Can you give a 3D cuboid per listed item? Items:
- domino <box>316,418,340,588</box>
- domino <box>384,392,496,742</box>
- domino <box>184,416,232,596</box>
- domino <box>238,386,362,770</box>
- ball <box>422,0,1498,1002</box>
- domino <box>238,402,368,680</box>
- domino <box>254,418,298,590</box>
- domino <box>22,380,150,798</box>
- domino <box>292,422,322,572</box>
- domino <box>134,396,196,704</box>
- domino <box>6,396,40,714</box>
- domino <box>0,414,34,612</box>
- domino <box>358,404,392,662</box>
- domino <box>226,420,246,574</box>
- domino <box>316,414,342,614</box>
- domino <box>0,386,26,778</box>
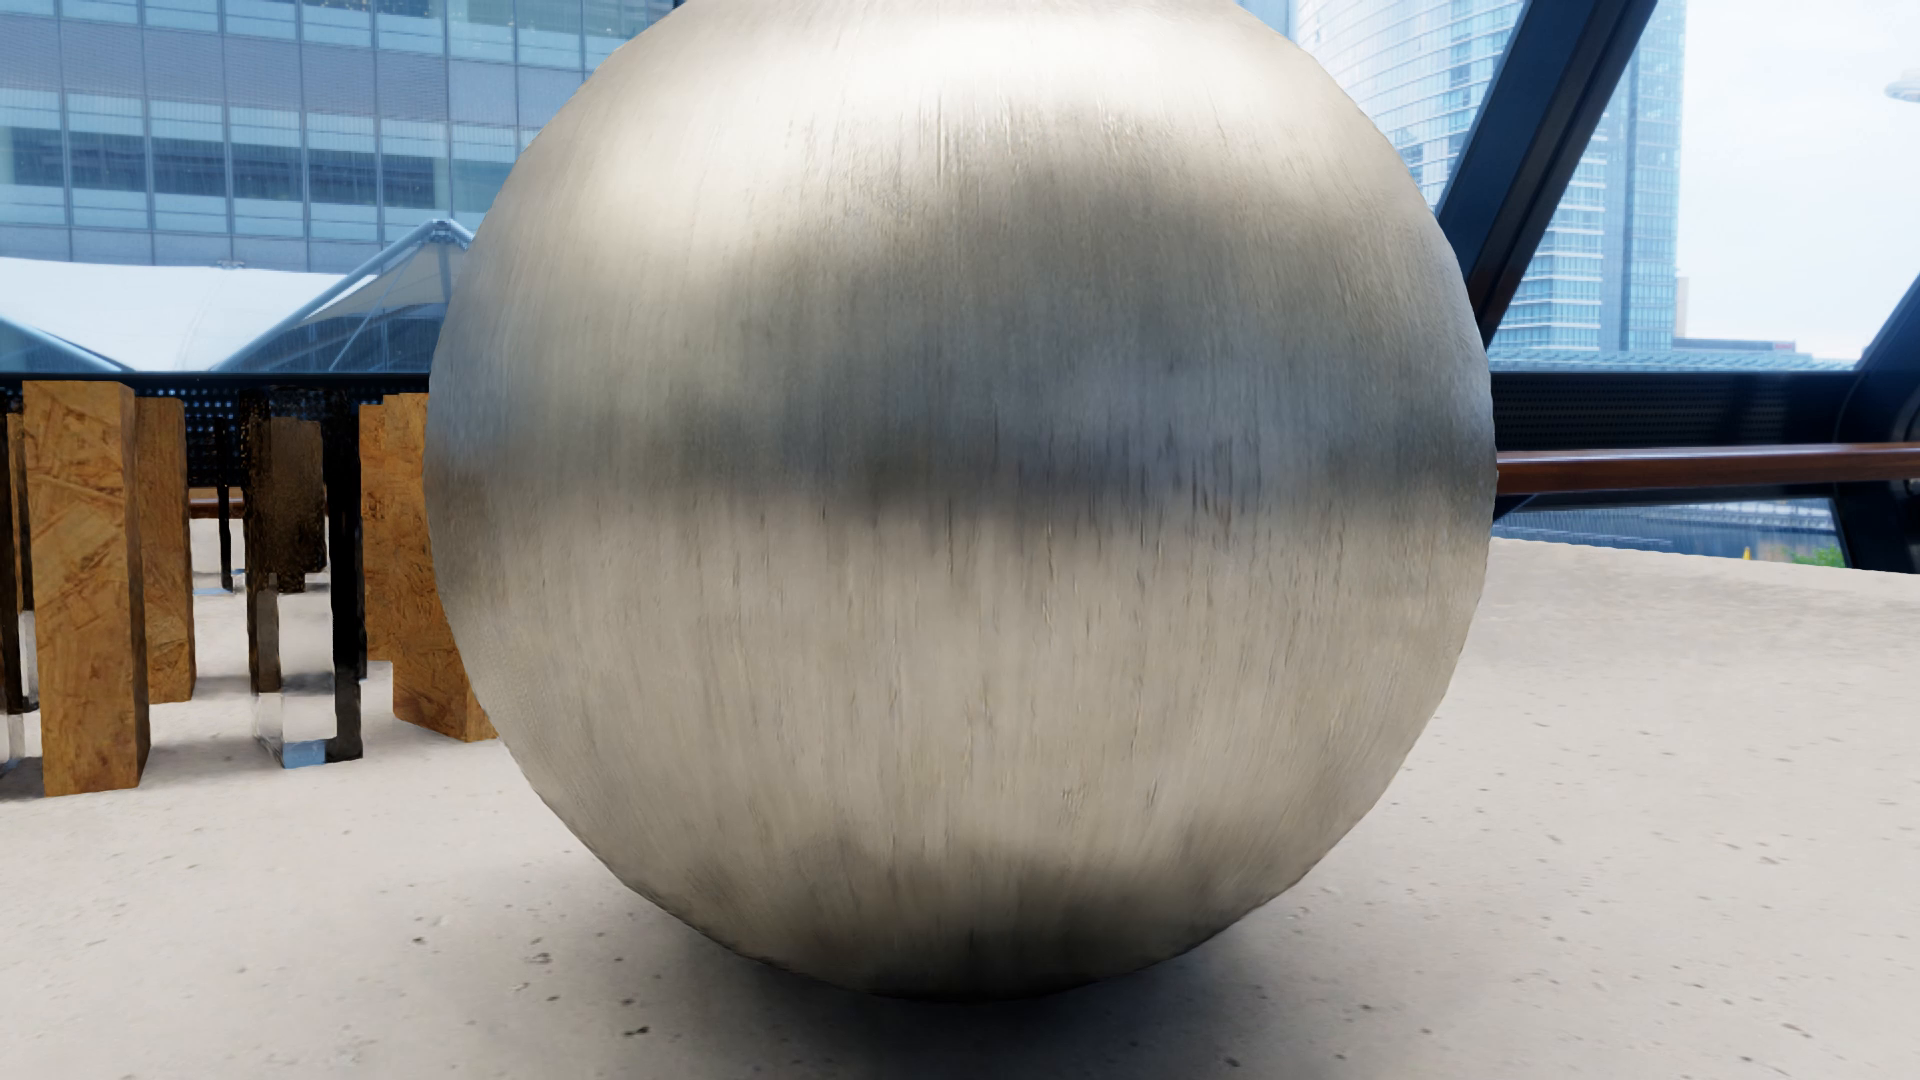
[{"bbox_3d":[-0.186,-0.012,0.389,0.010,0.050,0.025,-1,4,-13],"label":"domino"},{"bbox_3d":[-0.076,0.003,0.193,0.025,0.050,0.010,4,6,44],"label":"domino"},{"bbox_3d":[-0.220,-0.010,0.372,0.009,0.050,0.025,-3,6,-39],"label":"domino"},{"bbox_3d":[-0.092,0.004,0.179,0.010,0.050,0.025,-3,5,-37],"label":"domino"},{"bbox_3d":[0.000,-0.005,0.103,0.080,0.080,0.080,0,4,0],"label":"ball"},{"bbox_3d":[-0.120,0.000,0.234,0.025,0.050,0.009,3,5,37],"label":"domino"},{"bbox_3d":[-0.204,-0.011,0.383,0.009,0.050,0.025,-2,5,-27],"label":"domino"},{"bbox_3d":[-0.112,0.005,0.166,0.009,0.050,0.025,-2,5,-29],"label":"domino"},{"bbox_3d":[-0.225,-0.015,0.438,0.009,0.050,0.025,-2,5,-22],"label":"domino"},{"bbox_3d":[-0.138,0.001,0.219,0.009,0.050,0.025,-2,5,-29],"label":"domino"},{"bbox_3d":[-0.155,0.002,0.212,0.009,0.050,0.025,-1,4,-17],"label":"domino"},{"bbox_3d":[-0.252,-0.007,0.333,0.025,0.050,0.009,2,5,26],"label":"domino"},{"bbox_3d":[-0.109,-0.001,0.253,0.025,0.050,0.009,2,5,20],"label":"domino"},{"bbox_3d":[-0.244,-0.015,0.428,0.009,0.050,0.025,-2,5,-30],"label":"domino"},{"bbox_3d":[-0.153,-0.007,0.331,0.009,0.050,0.025,0,4,5],"label":"domino"},{"bbox_3d":[-0.126,0.006,0.159,0.010,0.050,0.025,-2,5,-24],"label":"domino"}]
